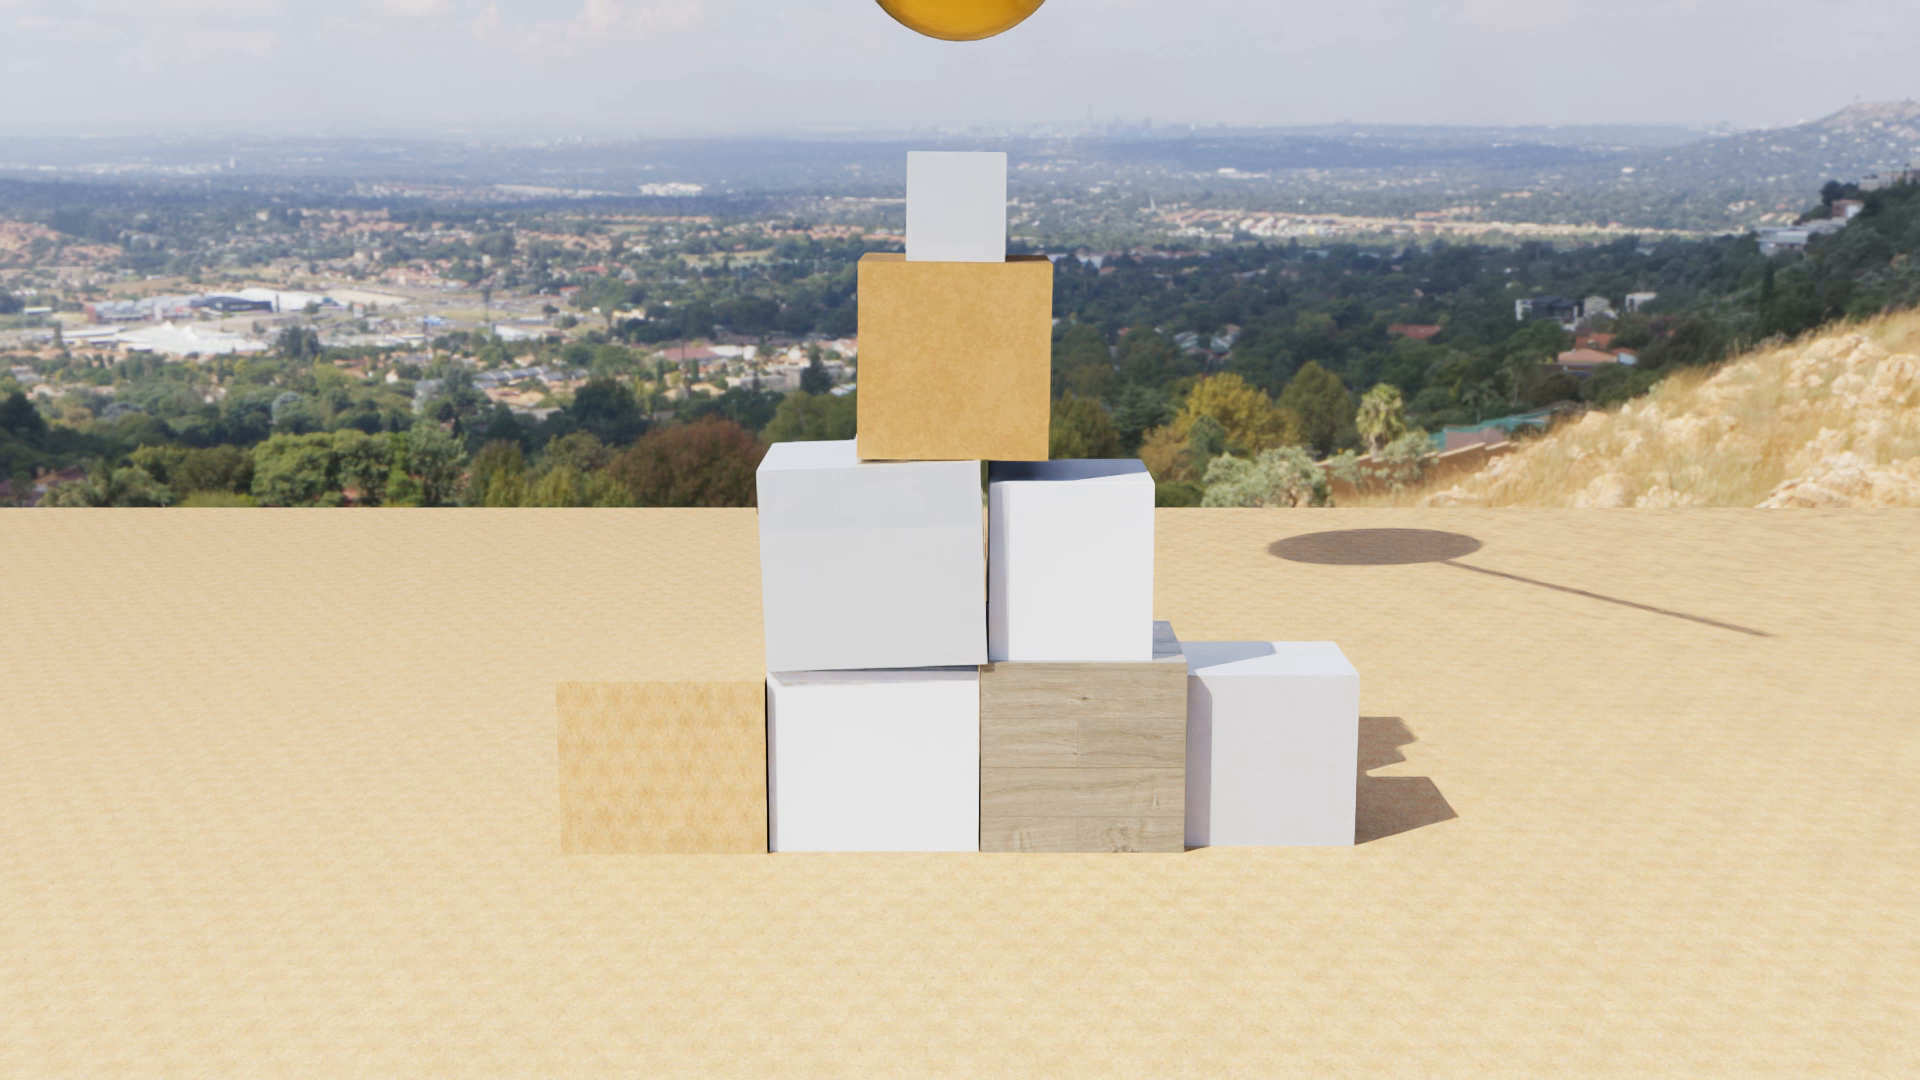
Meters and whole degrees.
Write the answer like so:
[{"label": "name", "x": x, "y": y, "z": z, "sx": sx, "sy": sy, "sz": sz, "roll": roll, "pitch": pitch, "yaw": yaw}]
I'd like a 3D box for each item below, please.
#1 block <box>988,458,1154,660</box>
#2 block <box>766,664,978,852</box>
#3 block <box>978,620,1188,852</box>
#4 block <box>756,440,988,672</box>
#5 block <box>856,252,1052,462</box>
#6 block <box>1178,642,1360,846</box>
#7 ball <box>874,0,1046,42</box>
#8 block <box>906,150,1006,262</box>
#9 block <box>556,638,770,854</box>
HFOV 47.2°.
[{"label": "block", "x": 0.546, "y": 0.085, "z": 11.182, "sx": 0.804, "sy": 0.885, "sz": 0.824, "roll": 0, "pitch": 10, "yaw": 0}, {"label": "block", "x": -0.429, "y": 1.019, "z": 11.378, "sx": 1.043, "sy": 0.925, "sz": 0.939, "roll": 0, "pitch": 10, "yaw": 0}, {"label": "block", "x": 0.610, "y": 0.996, "z": 11.365, "sx": 1.015, "sy": 0.974, "sz": 0.966, "roll": 0, "pitch": 10, "yaw": 0}, {"label": "block", "x": -0.424, "y": 0.049, "z": 11.174, "sx": 1.082, "sy": 0.996, "sz": 0.990, "roll": -2, "pitch": 10, "yaw": 0}, {"label": "block", "x": -0.028, "y": -0.933, "z": 11.011, "sx": 0.931, "sy": 0.951, "sz": 0.833, "roll": 1, "pitch": 10, "yaw": 0}, {"label": "block", "x": 1.557, "y": 1.040, "z": 11.374, "sx": 0.859, "sy": 0.884, "sz": 0.752, "roll": 0, "pitch": 10, "yaw": 0}, {"label": "ball", "x": 0.000, "y": -4.360, "z": 15.627, "sx": 1.600, "sy": 1.600, "sz": 1.600, "roll": 0, "pitch": 10, "yaw": 0}, {"label": "block", "x": -0.018, "y": -1.655, "z": 10.873, "sx": 0.476, "sy": 0.520, "sz": 0.570, "roll": 1, "pitch": 10, "yaw": 0}, {"label": "block", "x": -1.474, "y": 1.043, "z": 11.363, "sx": 1.025, "sy": 0.883, "sz": 0.980, "roll": 0, "pitch": 10, "yaw": 0}]
